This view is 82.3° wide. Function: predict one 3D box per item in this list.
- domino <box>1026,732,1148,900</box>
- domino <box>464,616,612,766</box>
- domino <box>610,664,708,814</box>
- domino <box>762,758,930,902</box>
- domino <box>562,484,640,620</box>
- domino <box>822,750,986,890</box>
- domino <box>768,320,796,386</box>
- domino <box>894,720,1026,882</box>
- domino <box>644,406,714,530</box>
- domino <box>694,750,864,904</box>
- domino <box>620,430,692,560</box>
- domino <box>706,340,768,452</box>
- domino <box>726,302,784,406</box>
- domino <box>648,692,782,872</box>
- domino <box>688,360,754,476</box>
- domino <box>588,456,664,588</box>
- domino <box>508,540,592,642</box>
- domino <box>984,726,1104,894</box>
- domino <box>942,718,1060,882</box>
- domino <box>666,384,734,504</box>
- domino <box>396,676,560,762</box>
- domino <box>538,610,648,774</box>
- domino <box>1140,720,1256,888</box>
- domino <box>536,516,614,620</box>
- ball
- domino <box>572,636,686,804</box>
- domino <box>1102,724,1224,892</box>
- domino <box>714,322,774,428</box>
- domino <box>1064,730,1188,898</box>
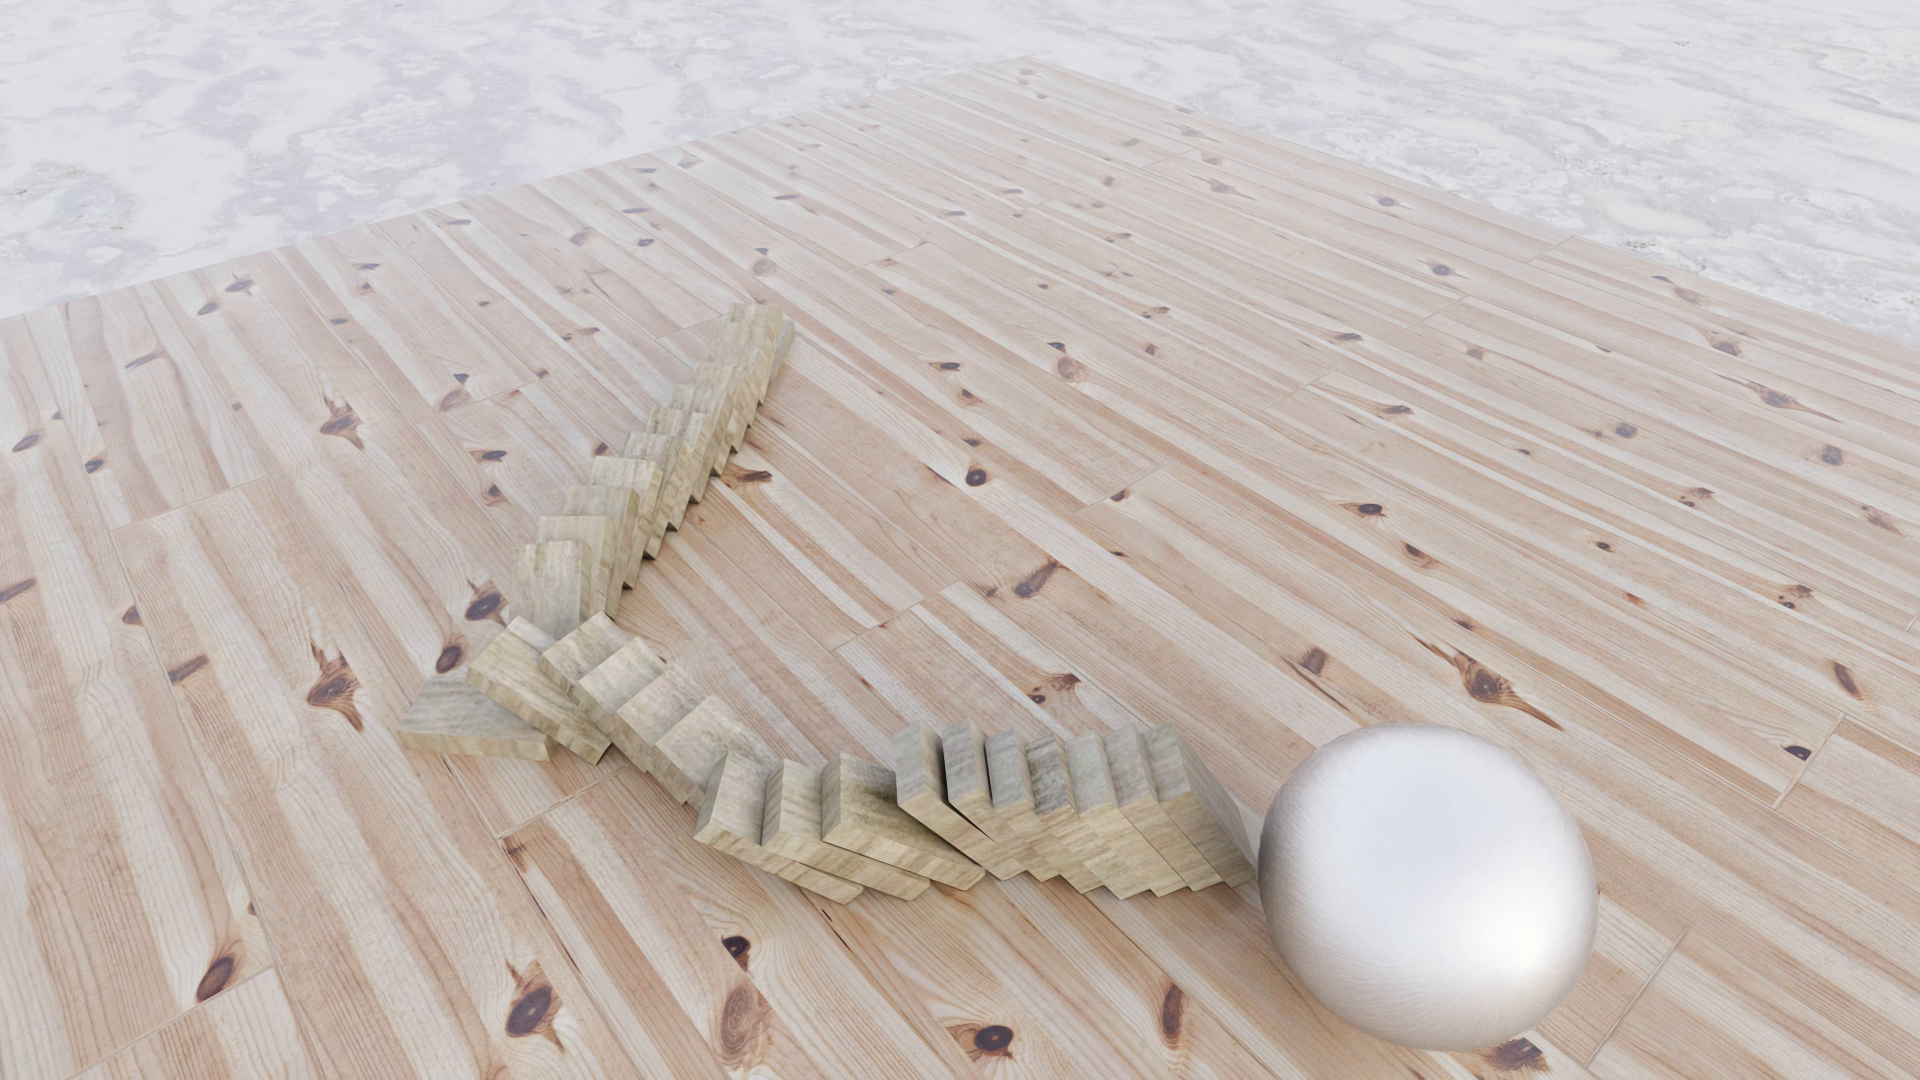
[{"bbox_3d":[0.037,0.080,0.316,0.010,0.050,0.025,-28,37,16],"label":"domino"},{"bbox_3d":[-0.134,0.050,0.364,0.050,0.010,0.025,35,43,-6],"label":"domino"},{"bbox_3d":[-0.082,0.065,0.344,0.050,0.010,0.025,45,50,3],"label":"domino"},{"bbox_3d":[-0.032,0.084,0.319,0.050,0.010,0.025,28,32,-25],"label":"domino"},{"bbox_3d":[-0.140,0.004,0.419,0.025,0.009,0.050,4,70,5],"label":"domino"},{"bbox_3d":[-0.016,0.082,0.321,0.050,0.010,0.025,28,31,-26],"label":"domino"},{"bbox_3d":[-0.103,-0.097,0.561,0.025,0.010,0.050,5,40,6],"label":"domino"},{"bbox_3d":[0.001,0.077,0.321,0.009,0.050,0.025,-33,36,19],"label":"domino"},{"bbox_3d":[-0.124,-0.030,0.462,0.025,0.009,0.050,9,70,11],"label":"domino"},{"bbox_3d":[-0.050,0.084,0.319,0.050,0.010,0.025,31,35,-21],"label":"domino"},{"bbox_3d":[-0.130,-0.019,0.448,0.025,0.010,0.050,9,70,11],"label":"domino"},{"bbox_3d":[-0.108,-0.066,0.506,0.025,0.010,0.050,9,70,11],"label":"domino"},{"bbox_3d":[-0.104,-0.091,0.536,0.025,0.009,0.050,6,69,7],"label":"domino"},{"bbox_3d":[-0.067,0.073,0.335,0.050,0.010,0.025,44,50,3],"label":"domino"},{"bbox_3d":[-0.112,-0.055,0.491,0.025,0.010,0.050,10,70,11],"label":"domino"},{"bbox_3d":[-0.136,-0.007,0.433,0.025,0.009,0.050,6,71,8],"label":"domino"},{"bbox_3d":[-0.146,0.026,0.390,0.025,0.010,0.050,-5,70,0],"label":"domino"},{"bbox_3d":[0.025,0.078,0.318,0.010,0.050,0.025,-28,37,16],"label":"domino"},{"bbox_3d":[0.013,0.076,0.321,0.010,0.050,0.025,-30,36,17],"label":"domino"},{"bbox_3d":[-0.118,-0.042,0.476,0.025,0.010,0.050,10,70,11],"label":"domino"},{"bbox_3d":[-0.159,0.060,0.370,0.050,0.009,0.025,4,39,4],"label":"domino"},{"bbox_3d":[-0.111,0.050,0.363,0.050,0.009,0.025,44,49,3],"label":"domino"},{"bbox_3d":[0.070,0.077,0.319,0.010,0.050,0.025,-28,36,17],"label":"domino"},{"bbox_3d":[-0.144,0.016,0.404,0.025,0.009,0.050,-1,70,2],"label":"domino"},{"bbox_3d":[0.117,0.087,0.282,0.080,0.080,0.080,0,39,0],"label":"ball"},{"bbox_3d":[-0.097,0.058,0.354,0.050,0.009,0.025,45,49,3],"label":"domino"},{"bbox_3d":[0.059,0.078,0.318,0.010,0.050,0.025,-28,36,17],"label":"domino"},{"bbox_3d":[-0.107,-0.079,0.521,0.025,0.009,0.050,6,69,8],"label":"domino"},{"bbox_3d":[0.048,0.079,0.317,0.010,0.050,0.025,-28,37,16],"label":"domino"}]
